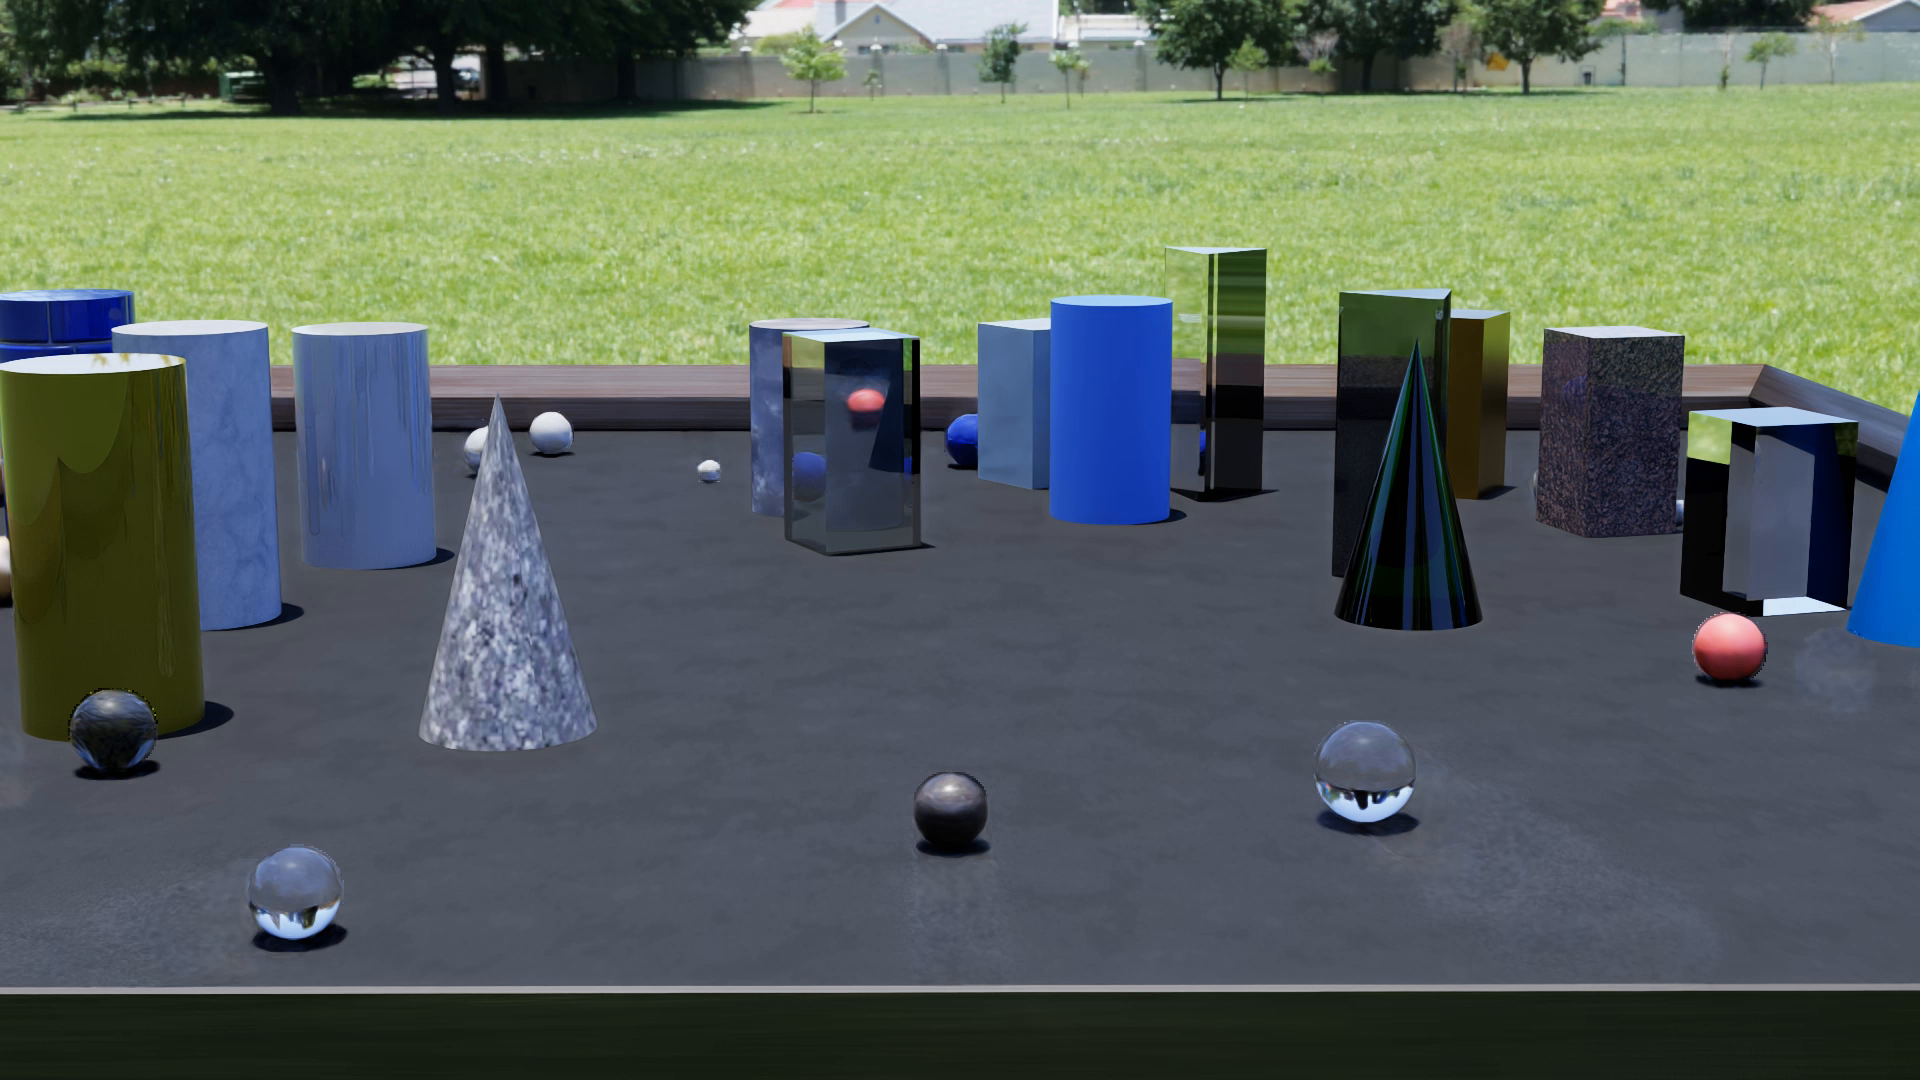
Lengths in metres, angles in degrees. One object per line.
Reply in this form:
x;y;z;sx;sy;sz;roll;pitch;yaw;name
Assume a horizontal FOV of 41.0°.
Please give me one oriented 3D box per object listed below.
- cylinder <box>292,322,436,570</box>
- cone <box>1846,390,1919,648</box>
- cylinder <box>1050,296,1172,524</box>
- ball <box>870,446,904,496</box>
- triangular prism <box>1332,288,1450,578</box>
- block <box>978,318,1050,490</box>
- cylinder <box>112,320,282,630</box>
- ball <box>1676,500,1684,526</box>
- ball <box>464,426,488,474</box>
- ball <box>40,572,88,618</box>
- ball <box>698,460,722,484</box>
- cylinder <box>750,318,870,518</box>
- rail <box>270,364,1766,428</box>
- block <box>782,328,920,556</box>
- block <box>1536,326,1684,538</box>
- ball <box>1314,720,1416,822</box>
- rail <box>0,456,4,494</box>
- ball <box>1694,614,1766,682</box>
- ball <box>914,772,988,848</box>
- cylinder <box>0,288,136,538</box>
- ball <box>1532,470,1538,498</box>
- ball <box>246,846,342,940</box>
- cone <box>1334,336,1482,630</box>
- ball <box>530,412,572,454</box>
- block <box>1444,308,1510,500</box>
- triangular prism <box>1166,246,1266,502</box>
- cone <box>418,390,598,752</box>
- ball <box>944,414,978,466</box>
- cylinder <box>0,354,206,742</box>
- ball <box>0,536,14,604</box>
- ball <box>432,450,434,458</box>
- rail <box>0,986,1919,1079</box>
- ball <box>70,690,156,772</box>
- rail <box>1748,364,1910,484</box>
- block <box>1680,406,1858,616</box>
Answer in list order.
-0.885;-0.143;3.814;0.197;0.344;0.197;0;10;0;cylinder
1.256;-0.100;3.295;0.197;0.447;0.197;0;10;0;cone
0.245;-0.215;4.180;0.197;0.351;0.197;0;10;0;cylinder
-0.137;-0.116;4.345;0.083;0.083;0.083;0;10;0;ball
0.650;-0.149;3.665;0.171;0.410;0.148;10;15;44;triangular prism
0.142;-0.244;4.539;0.158;0.277;0.158;-8;13;-36;block
-1.011;-0.089;3.404;0.197;0.387;0.197;0;10;0;cylinder
1.139;-0.044;4.075;0.042;0.042;0.042;0;10;0;ball
-0.844;-0.159;4.597;0.089;0.089;0.089;0;10;0;ball
-1.197;0.073;3.424;0.060;0.060;0.060;0;10;0;ball
-0.442;-0.120;4.521;0.041;0.041;0.041;0;10;0;ball
-0.247;-0.204;4.239;0.197;0.308;0.197;0;10;0;cylinder
-0.010;-0.287;5.178;3.287;0.128;0.045;0;10;0;rail
-0.166;-0.153;3.927;0.158;0.323;0.158;-5;12;-27;block
1.030;-0.175;4.070;0.158;0.312;0.158;-3;11;-16;block
0.394;0.225;2.496;0.099;0.099;0.099;0;10;0;ball
-1.620;0.035;3.440;0.045;0.128;3.564;0;10;0;rail
0.920;0.129;3.065;0.081;0.081;0.081;0;10;0;ball
-0.009;0.255;2.417;0.070;0.070;0.070;0;10;0;ball
-1.295;-0.158;3.739;0.197;0.399;0.197;0;10;0;cylinder
0.986;-0.090;4.206;0.092;0.092;0.092;0;10;0;ball
-0.561;0.298;2.163;0.078;0.078;0.078;0;10;0;ball
0.601;-0.084;3.409;0.197;0.375;0.197;0;10;0;cone
-0.775;-0.202;4.856;0.080;0.080;0.080;0;10;0;ball
0.845;-0.238;4.429;0.158;0.307;0.158;6;12;27;block
0.410;-0.289;4.400;0.148;0.418;0.171;9;14;41;triangular prism
-0.502;0.023;2.820;0.197;0.380;0.197;0;10;0;cone
0.021;-0.183;4.707;0.097;0.097;0.097;0;10;0;ball
-0.953;0.004;2.855;0.197;0.403;0.197;0;10;0;cylinder
-1.317;0.041;3.511;0.092;0.092;0.092;0;10;0;ball
-0.985;-0.155;4.636;0.067;0.067;0.067;0;10;0;ball
0.010;0.353;1.720;3.287;0.128;0.045;0;10;0;rail
-0.884;0.198;2.678;0.085;0.085;0.085;0;10;0;ball
1.620;0.031;3.458;0.045;0.128;3.564;0;10;0;rail
1.102;-0.041;3.502;0.158;0.257;0.158;-3;11;-17;block
